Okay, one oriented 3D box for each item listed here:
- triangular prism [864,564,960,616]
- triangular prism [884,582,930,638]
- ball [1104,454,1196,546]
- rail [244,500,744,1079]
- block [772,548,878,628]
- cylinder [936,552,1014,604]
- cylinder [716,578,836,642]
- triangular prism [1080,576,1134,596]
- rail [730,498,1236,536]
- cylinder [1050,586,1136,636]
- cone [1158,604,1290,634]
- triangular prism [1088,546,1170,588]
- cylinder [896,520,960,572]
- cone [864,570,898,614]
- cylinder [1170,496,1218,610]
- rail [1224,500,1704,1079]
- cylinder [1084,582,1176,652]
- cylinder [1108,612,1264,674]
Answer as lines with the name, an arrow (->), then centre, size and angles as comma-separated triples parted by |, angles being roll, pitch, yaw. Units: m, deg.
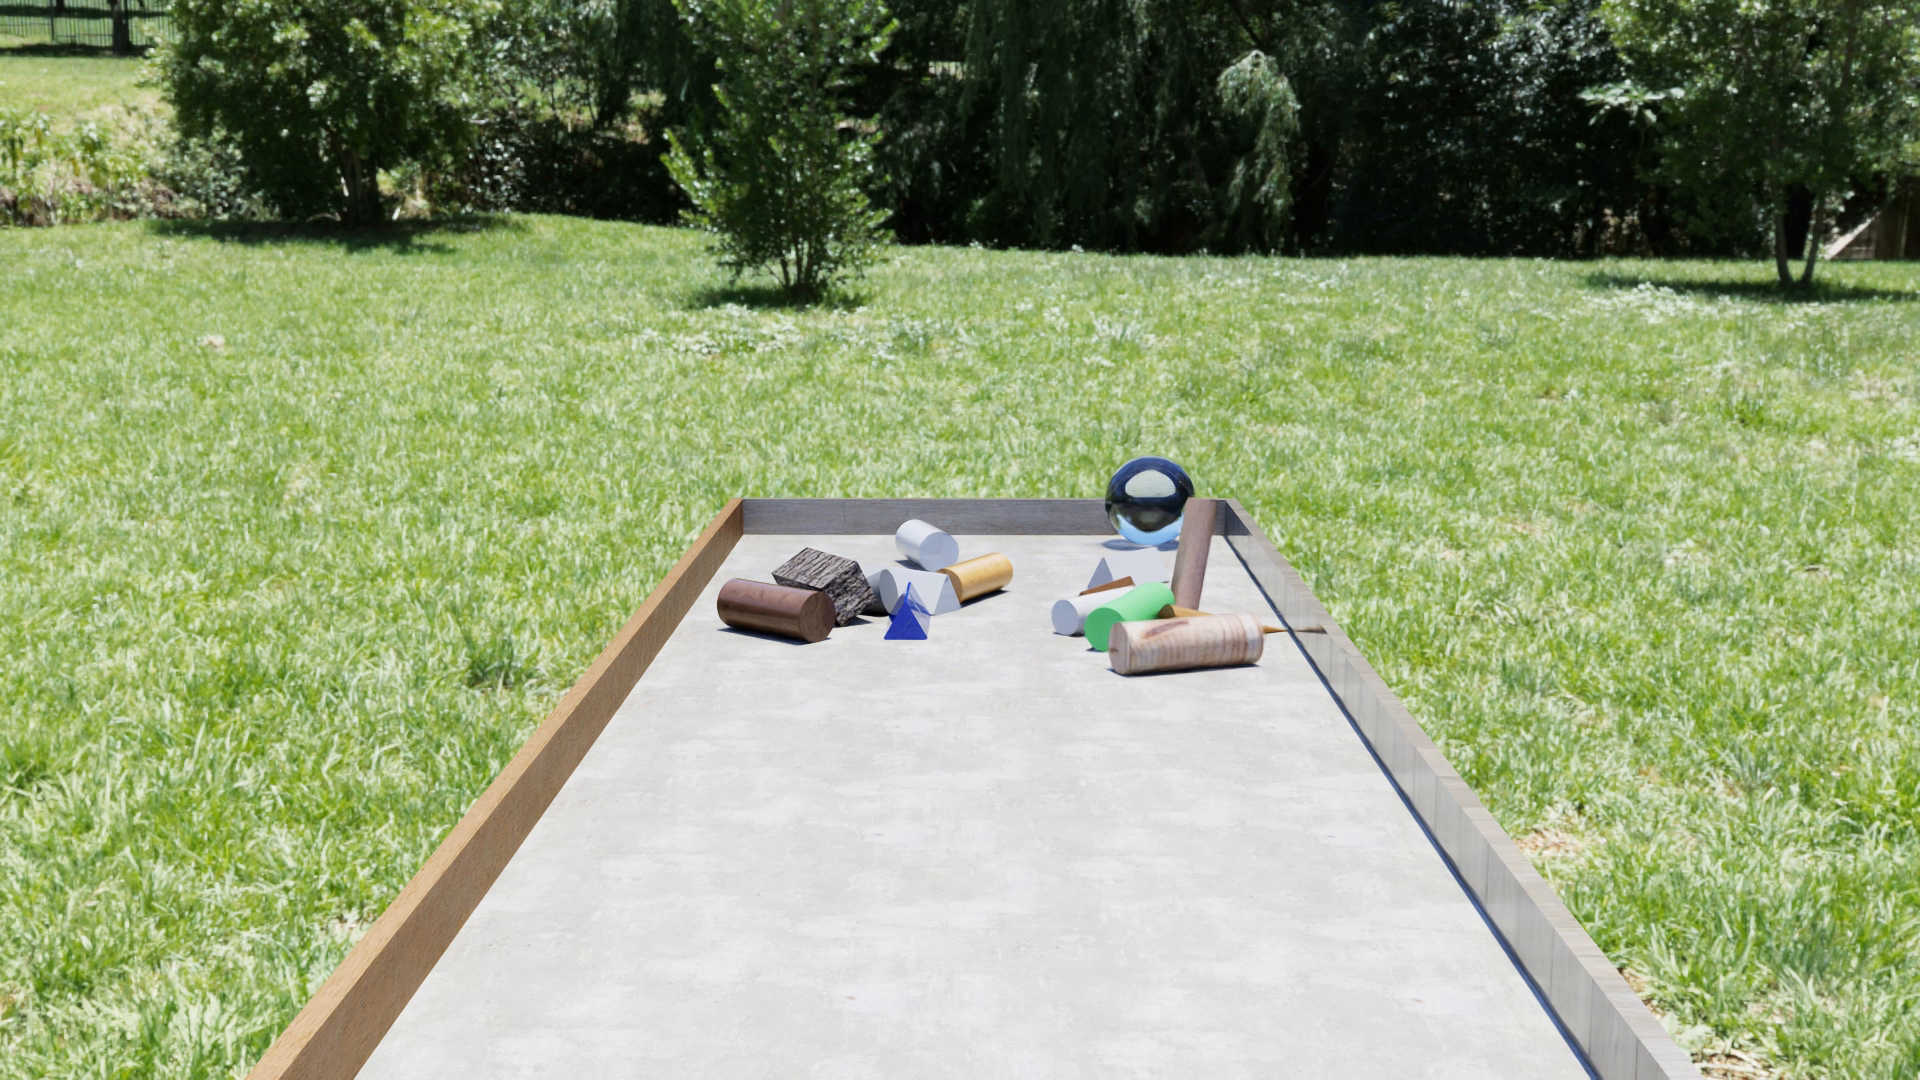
triangular prism -> -0.180, 0.163, 7.544 | 0.346, 0.129, 0.149 | 7, 12, 37
triangular prism -> -0.171, 0.226, 7.183 | 0.137, 0.118, 0.386 | 0, 9, 1
ball -> 0.766, -0.160, 8.852 | 0.366, 0.366, 0.366 | 0, 9, 0
rail -> -1.004, 0.839, 3.234 | 0.050, 0.150, 12.000 | 0, 9, 1
block -> -0.455, 0.155, 7.346 | 0.157, 0.157, 0.350 | -37, 25, -22
cylinder -> 0.040, 0.138, 7.715 | 0.134, 0.134, 0.383 | 5, 10, 28
cylinder -> -0.593, 0.224, 7.078 | 0.384, 0.161, 0.161 | 8, 12, 41
triangular prism -> 0.492, 0.197, 7.418 | 0.118, 0.103, 0.358 | 6, 11, 31
rail -> 0.099, -0.098, 9.147 | 2.100, 0.150, 0.050 | 0, 9, 1
cylinder -> 0.454, 0.230, 7.184 | 0.117, 0.117, 0.345 | 8, 12, 42
cone -> 0.862, 0.280, 7.051 | 0.460, 0.122, 0.122 | 4, 7, -24
triangular prism -> 0.613, 0.102, 7.958 | 0.140, 0.121, 0.306 | 8, 12, 41
cylinder -> -0.127, 0.022, 8.365 | 0.158, 0.158, 0.325 | -3, 9, -17
cone -> -0.392, 0.203, 7.482 | 0.331, 0.155, 0.155 | -11, 5, 20
cylinder -> 0.759, 0.070, 7.210 | 0.103, 0.413, 0.103 | 10, 1, 0
rail -> 1.046, 0.843, 3.208 | 0.050, 0.150, 12.000 | 0, 9, 1
cylinder -> 0.544, 0.243, 6.994 | 0.143, 0.143, 0.445 | 4, 11, 24
cylinder -> 0.676, 0.307, 6.577 | 0.445, 0.155, 0.155 | -4, 10, -21
